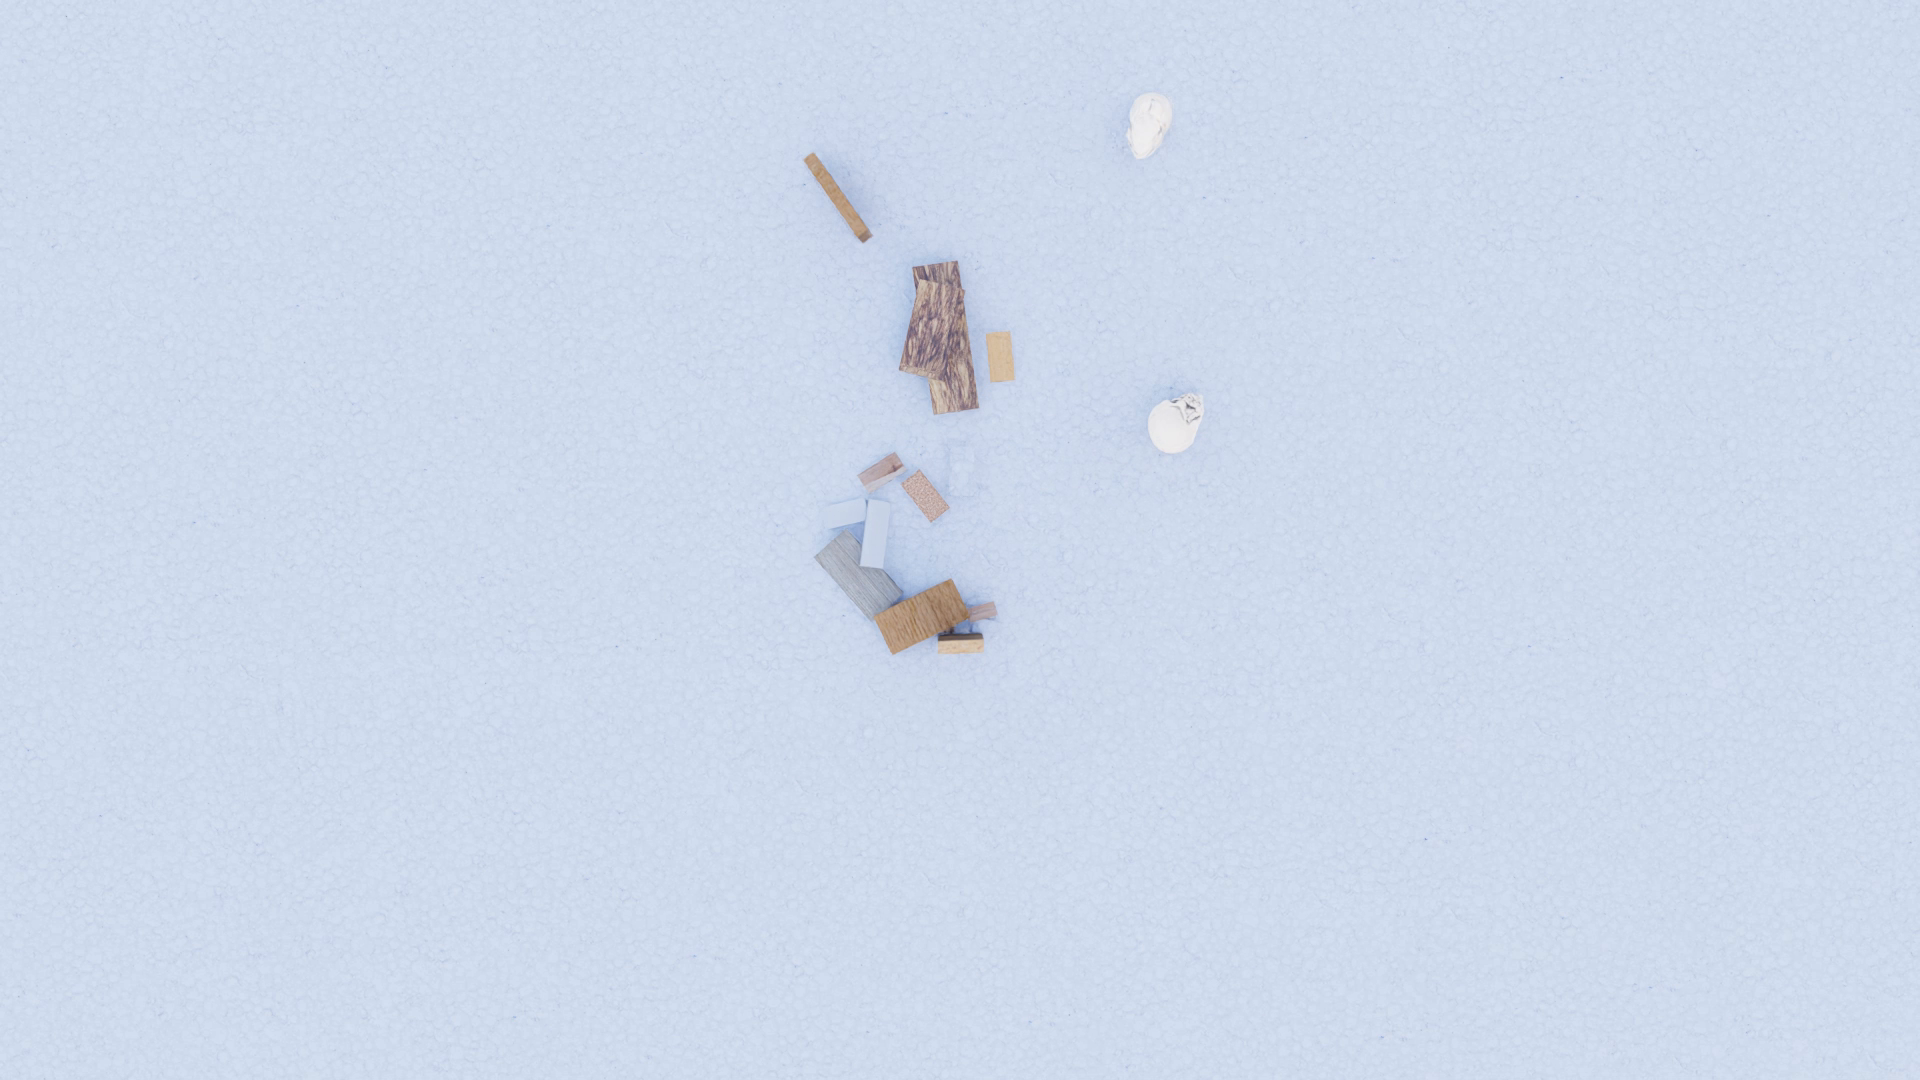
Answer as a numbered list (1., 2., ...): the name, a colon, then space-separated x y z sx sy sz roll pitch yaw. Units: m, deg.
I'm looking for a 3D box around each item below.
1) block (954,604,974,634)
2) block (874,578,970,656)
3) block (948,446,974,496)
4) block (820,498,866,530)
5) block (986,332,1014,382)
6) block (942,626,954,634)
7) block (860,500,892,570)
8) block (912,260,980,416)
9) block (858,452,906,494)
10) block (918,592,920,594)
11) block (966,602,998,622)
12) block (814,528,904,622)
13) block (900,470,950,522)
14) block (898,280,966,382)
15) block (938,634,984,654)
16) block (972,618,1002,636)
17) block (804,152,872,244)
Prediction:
1. block: 0.013 0.261 5.493 0.049 0.014 0.097 9 90 0
2. block: -0.126 0.252 5.445 0.287 0.041 0.144 -26 93 -1
3. block: 0.006 -0.228 5.488 0.081 0.023 0.163 2 90 0
4. block: -0.382 -0.088 5.489 0.148 0.021 0.074 -13 90 0
5. block: 0.134 -0.609 5.488 0.081 0.023 0.163 -6 90 0
6. block: -0.037 0.263 5.493 0.048 0.014 0.095 7 90 0
7. block: -0.280 -0.019 5.462 0.074 0.021 0.224 9 79 -12
8. block: -0.047 -0.670 5.478 0.153 0.043 0.493 -8 90 0
9. block: -0.259 -0.223 5.489 0.148 0.021 0.074 -32 90 0
10. block: -0.138 0.225 5.486 0.048 0.014 0.095 30 91 18
11. block: 0.073 0.239 5.479 0.097 0.014 0.049 -16 90 0
12. block: -0.336 0.117 5.480 0.144 0.041 0.287 -42 90 0
13. block: -0.116 -0.146 5.488 0.081 0.023 0.163 -38 90 0
14. block: -0.092 -0.689 5.435 0.153 0.043 0.307 13 90 0
15. block: 0.003 0.333 5.302 0.144 0.396 0.041 -2 89 0
16. block: 0.090 0.290 5.493 0.097 0.014 0.049 12 90 0
17. block: -0.400 -1.123 5.422 0.043 0.153 0.307 -35 90 4
